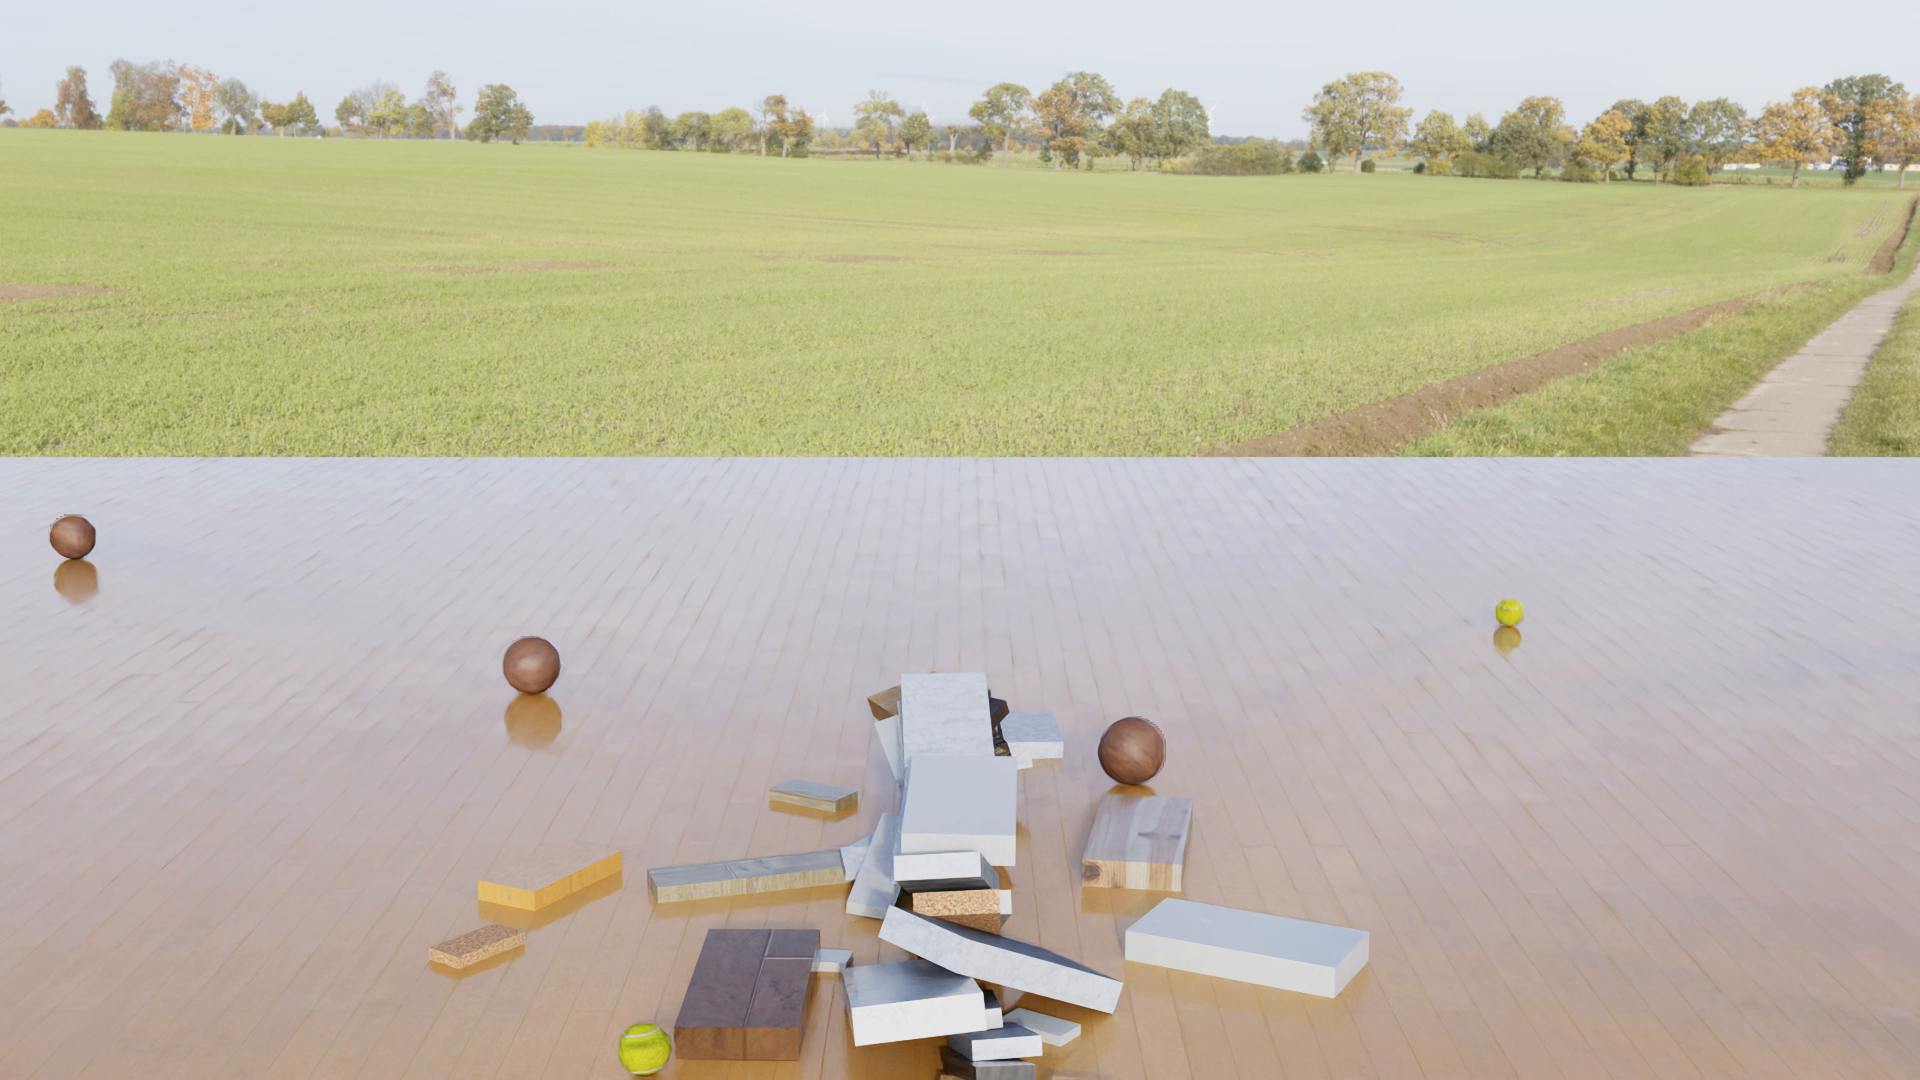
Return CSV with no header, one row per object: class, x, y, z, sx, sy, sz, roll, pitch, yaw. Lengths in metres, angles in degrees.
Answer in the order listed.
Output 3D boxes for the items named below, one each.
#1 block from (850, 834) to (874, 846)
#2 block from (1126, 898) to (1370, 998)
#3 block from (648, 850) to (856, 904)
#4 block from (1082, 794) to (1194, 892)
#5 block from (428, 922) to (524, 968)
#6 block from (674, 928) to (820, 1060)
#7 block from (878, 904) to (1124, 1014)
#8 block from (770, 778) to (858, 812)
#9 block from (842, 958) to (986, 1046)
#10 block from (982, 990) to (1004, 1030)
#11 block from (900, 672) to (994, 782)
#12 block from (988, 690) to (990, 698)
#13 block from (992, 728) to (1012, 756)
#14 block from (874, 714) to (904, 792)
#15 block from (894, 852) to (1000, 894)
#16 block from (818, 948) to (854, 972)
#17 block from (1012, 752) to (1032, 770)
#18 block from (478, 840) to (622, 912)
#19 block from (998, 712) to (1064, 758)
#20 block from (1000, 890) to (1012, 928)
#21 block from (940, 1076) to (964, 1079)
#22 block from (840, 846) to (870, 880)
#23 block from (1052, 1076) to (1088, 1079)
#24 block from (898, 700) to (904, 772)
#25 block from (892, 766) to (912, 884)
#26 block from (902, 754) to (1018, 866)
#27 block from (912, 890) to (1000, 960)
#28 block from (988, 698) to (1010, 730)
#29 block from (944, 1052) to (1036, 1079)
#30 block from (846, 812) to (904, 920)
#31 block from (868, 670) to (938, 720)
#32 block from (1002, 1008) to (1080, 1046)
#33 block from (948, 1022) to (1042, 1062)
block,-0.132,0.531,3.810,0.067,0.019,0.134,15,16,26
block,0.440,0.622,3.369,0.333,0.047,0.166,5,12,27
block,-0.353,0.567,3.717,0.336,0.027,0.096,-3,11,-18
block,0.317,0.529,3.870,0.167,0.047,0.375,2,11,9
block,-0.748,0.629,3.409,0.067,0.019,0.134,8,13,36
block,-0.301,0.650,3.170,0.169,0.048,0.338,0,13,2
block,0.061,0.596,3.121,0.333,0.047,0.166,25,-7,-42
block,-0.278,0.485,4.178,0.152,0.022,0.076,6,12,30
block,-0.069,0.626,3.009,0.169,0.048,0.408,-6,-4,-5
block,0.006,0.659,3.076,0.093,0.026,0.186,-6,-4,-3
block,-0.023,0.324,3.787,0.151,0.043,0.301,-1,27,-2
block,0.005,0.368,4.770,0.118,0.034,0.237,0,11,2
block,-0.014,0.382,4.217,0.144,0.041,0.433,-20,12,-7
block,-0.084,0.368,3.899,0.096,0.027,0.193,-20,29,-4
block,-0.017,0.498,3.242,0.124,0.035,0.247,-4,-17,7
block,-0.220,0.640,3.356,0.105,0.015,0.053,2,11,9
block,0.035,0.436,4.226,0.108,0.030,0.215,-6,-6,-32
block,-0.690,0.565,3.713,0.118,0.034,0.237,6,12,27
block,0.144,0.405,4.574,0.118,0.034,0.237,-1,11,-3
block,0.005,0.572,3.369,0.124,0.035,0.247,-1,-17,-5
block,0.008,0.734,2.831,0.080,0.023,0.159,1,11,4
block,-0.132,0.543,3.711,0.134,0.019,0.067,-1,28,-12
block,0.147,0.738,2.802,0.093,0.026,0.186,2,11,13
block,-0.022,0.384,3.763,0.151,0.043,0.362,-2,27,-4
block,-0.020,0.453,3.505,0.151,0.043,0.301,1,22,3
block,0.003,0.416,3.416,0.169,0.048,0.338,1,14,2
block,-0.003,0.574,3.247,0.124,0.035,0.247,-3,-27,-1
block,-0.006,0.348,3.948,0.096,0.027,0.193,8,38,38
block,0.038,0.696,2.899,0.080,0.023,0.159,2,-7,-15
block,-0.121,0.542,3.666,0.076,0.022,0.276,9,26,7
block,-0.067,0.317,4.187,0.144,0.041,0.289,-21,12,-15
block,0.112,0.687,3.105,0.105,0.015,0.053,7,13,35
block,0.045,0.678,2.977,0.093,0.026,0.186,-2,-6,-11
